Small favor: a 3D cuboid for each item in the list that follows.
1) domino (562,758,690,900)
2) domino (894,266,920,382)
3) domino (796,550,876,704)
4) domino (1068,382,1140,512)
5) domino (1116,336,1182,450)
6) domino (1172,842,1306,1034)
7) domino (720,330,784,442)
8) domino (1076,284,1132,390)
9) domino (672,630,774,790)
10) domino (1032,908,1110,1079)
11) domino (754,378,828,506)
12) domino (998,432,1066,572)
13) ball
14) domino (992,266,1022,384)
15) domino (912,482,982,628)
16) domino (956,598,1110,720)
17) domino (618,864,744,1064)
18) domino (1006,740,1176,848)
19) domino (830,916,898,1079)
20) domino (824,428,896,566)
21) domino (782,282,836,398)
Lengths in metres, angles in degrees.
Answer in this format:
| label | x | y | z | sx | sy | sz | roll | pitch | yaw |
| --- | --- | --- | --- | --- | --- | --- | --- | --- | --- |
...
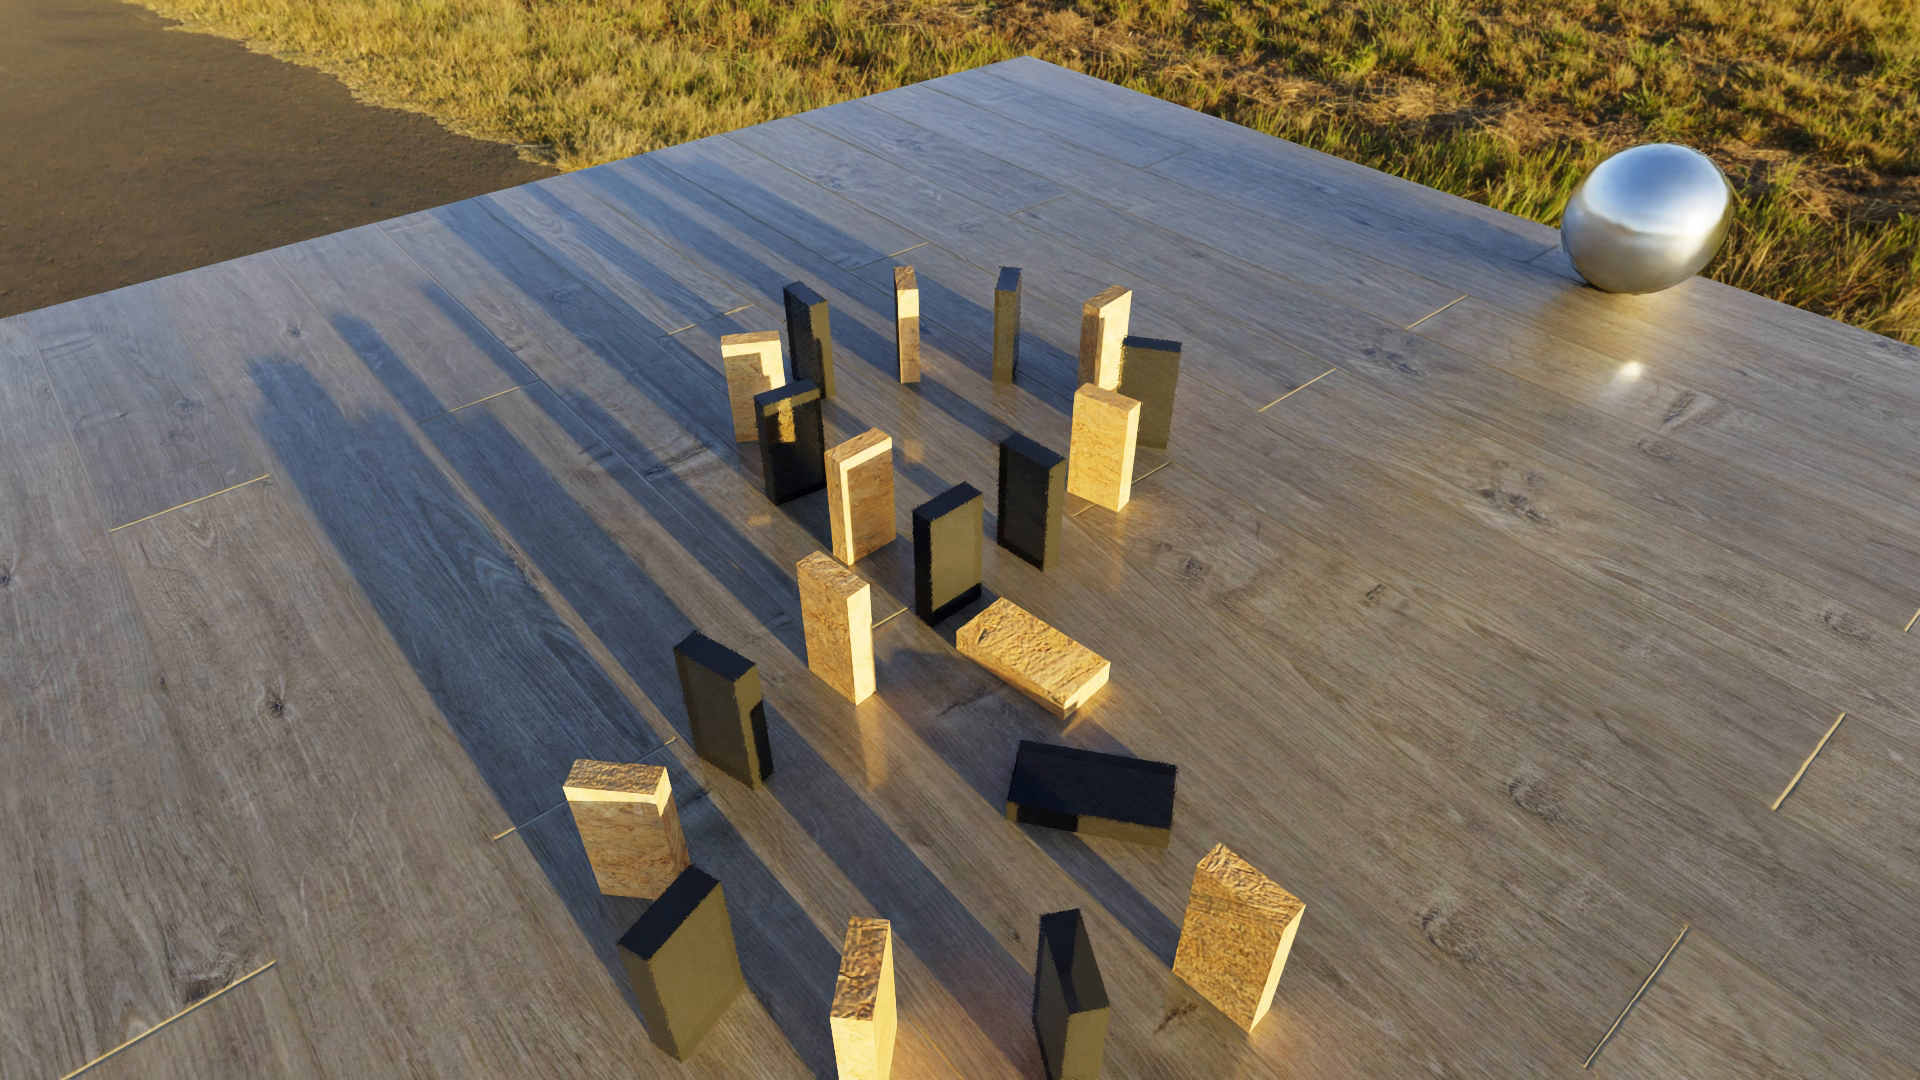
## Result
| label | x | y | z | sx | sy | sz | roll | pitch | yaw |
| --- | --- | --- | --- | --- | --- | --- | --- | --- | --- |
| domino | -0.093 | 0.083 | 0.310 | 0.025 | 0.050 | 0.009 | 4 | 39 | 5 |
| domino | -0.026 | -0.106 | 0.540 | 0.010 | 0.050 | 0.025 | -5 | 40 | -6 |
| domino | -0.042 | 0.030 | 0.374 | 0.025 | 0.050 | 0.010 | 31 | 48 | 32 |
| domino | 0.059 | -0.038 | 0.458 | 0.025 | 0.050 | 0.009 | 25 | 45 | 27 |
| domino | 0.083 | -0.065 | 0.491 | 0.025 | 0.050 | 0.010 | 10 | 40 | 11 |
| domino | 0.071 | 0.104 | 0.285 | 0.025 | 0.050 | 0.009 | 32 | 49 | 33 |
| domino | -0.091 | -0.069 | 0.495 | 0.025 | 0.050 | 0.010 | -7 | 40 | -9 |
| domino | 0.069 | -0.094 | 0.526 | 0.010 | 0.050 | 0.025 | 29 | 48 | 31 |
| domino | -0.074 | 0.054 | 0.345 | 0.025 | 0.050 | 0.009 | 23 | 45 | 26 |
| domino | 0.026 | 0.116 | 0.270 | 0.010 | 0.050 | 0.025 | -7 | 40 | -9 |
| domino | -0.070 | -0.041 | 0.461 | 0.025 | 0.050 | 0.009 | -23 | 45 | -25 |
| domino | 0.027 | -0.014 | 0.429 | 0.025 | 0.050 | 0.009 | 32 | 49 | 33 |
| ball | 0.374 | -0.175 | 0.601 | 0.080 | 0.080 | 0.080 | 0 | 39 | 0 |
| domino | 0.023 | -0.105 | 0.540 | 0.009 | 0.050 | 0.025 | 6 | 40 | 8 |
| domino | -0.004 | 0.006 | 0.404 | 0.025 | 0.050 | 0.009 | -30 | 48 | -32 |
| domino | 0.026 | 0.041 | 0.393 | 0.050 | 0.010 | 0.025 | 30 | 48 | 32 |
| domino | -0.070 | 0.108 | 0.279 | 0.009 | 0.050 | 0.025 | 21 | 44 | 24 |
| domino | 0.042 | 0.080 | 0.346 | 0.050 | 0.010 | 0.025 | 8 | 40 | 9 |
| domino | -0.023 | 0.117 | 0.268 | 0.009 | 0.050 | 0.025 | 4 | 39 | 5 |
| domino | -0.039 | -0.017 | 0.432 | 0.025 | 0.050 | 0.009 | -31 | 48 | -32 |
| domino | -0.072 | -0.096 | 0.528 | 0.010 | 0.050 | 0.025 | -25 | 45 | -27 |
